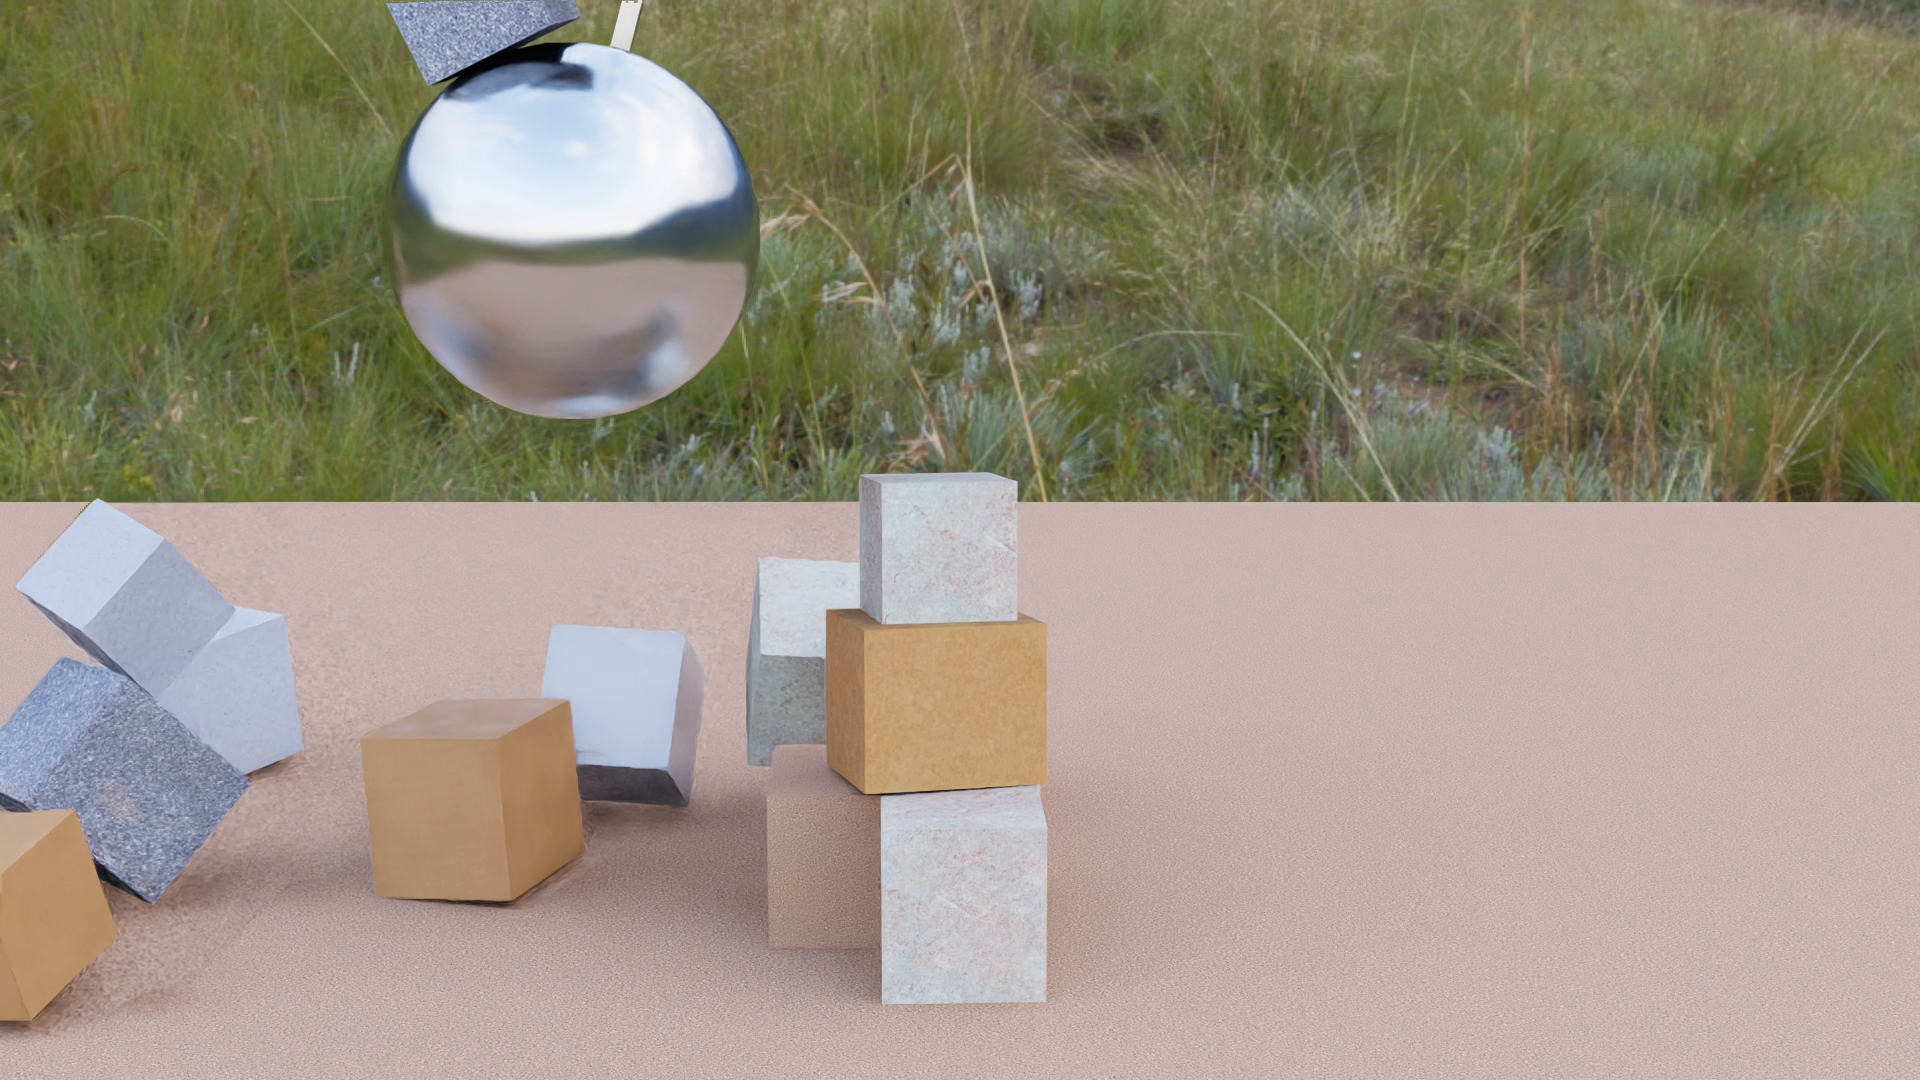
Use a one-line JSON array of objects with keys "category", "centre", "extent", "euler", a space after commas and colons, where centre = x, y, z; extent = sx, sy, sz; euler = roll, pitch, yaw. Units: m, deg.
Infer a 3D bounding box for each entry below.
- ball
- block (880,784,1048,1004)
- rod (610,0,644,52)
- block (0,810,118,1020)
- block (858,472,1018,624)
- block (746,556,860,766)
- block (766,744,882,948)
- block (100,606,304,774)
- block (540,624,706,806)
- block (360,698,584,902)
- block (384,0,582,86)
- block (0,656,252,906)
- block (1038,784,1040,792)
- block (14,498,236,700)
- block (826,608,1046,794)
[{"category": "ball", "centre": [-1.648, -1.312, 10.942], "extent": [1.600, 1.600, 1.600], "euler": [0, 10, 0]}, {"category": "block", "centre": [0.006, 1.376, 10.069], "extent": [0.629, 0.690, 0.636], "euler": [0, 10, -2]}, {"category": "rod", "centre": [-0.714, -4.529, 10.357], "extent": [0.080, 5.200, 0.080], "euler": [16, 10, -3]}, {"category": "block", "centre": [-3.681, 1.418, 9.692], "extent": [0.605, 0.552, 0.596], "euler": [-4, 22, 17]}, {"category": "block", "centre": [-0.095, 0.025, 10.519], "extent": [0.551, 0.561, 0.547], "euler": [-1, 6, -12]}, {"category": "block", "centre": [-0.658, 0.585, 12.102], "extent": [0.636, 0.672, 0.729], "euler": [4, 36, -8]}, {"category": "block", "centre": [-0.431, 1.272, 10.775], "extent": [0.713, 0.641, 0.796], "euler": [0, 10, -1]}, {"category": "block", "centre": [-3.868, 0.776, 13.070], "extent": [0.698, 0.731, 0.624], "euler": [7, 19, 33]}, {"category": "block", "centre": [-1.618, 0.844, 12.265], "extent": [0.638, 0.670, 0.666], "euler": [4, -20, 5]}, {"category": "block", "centre": [-2.130, 1.127, 11.272], "extent": [0.640, 0.706, 0.739], "euler": [-1, 10, 17]}, {"category": "block", "centre": [-2.027, -2.297, 10.782], "extent": [0.590, 0.524, 0.598], "euler": [-24, 12, 9]}, {"category": "block", "centre": [-3.672, 1.025, 11.045], "extent": [0.736, 0.741, 0.654], "euler": [8, 56, 50]}, {"category": "block", "centre": [-0.002, 1.132, 11.541], "extent": [0.685, 0.643, 0.664], "euler": [0, 10, -1]}, {"category": "block", "centre": [-3.680, 0.261, 11.332], "extent": [0.547, 0.562, 0.522], "euler": [24, 67, 36]}, {"category": "block", "centre": [-0.106, 0.635, 10.505], "extent": [0.749, 0.650, 0.699], "euler": [-2, 6, -15]}]
